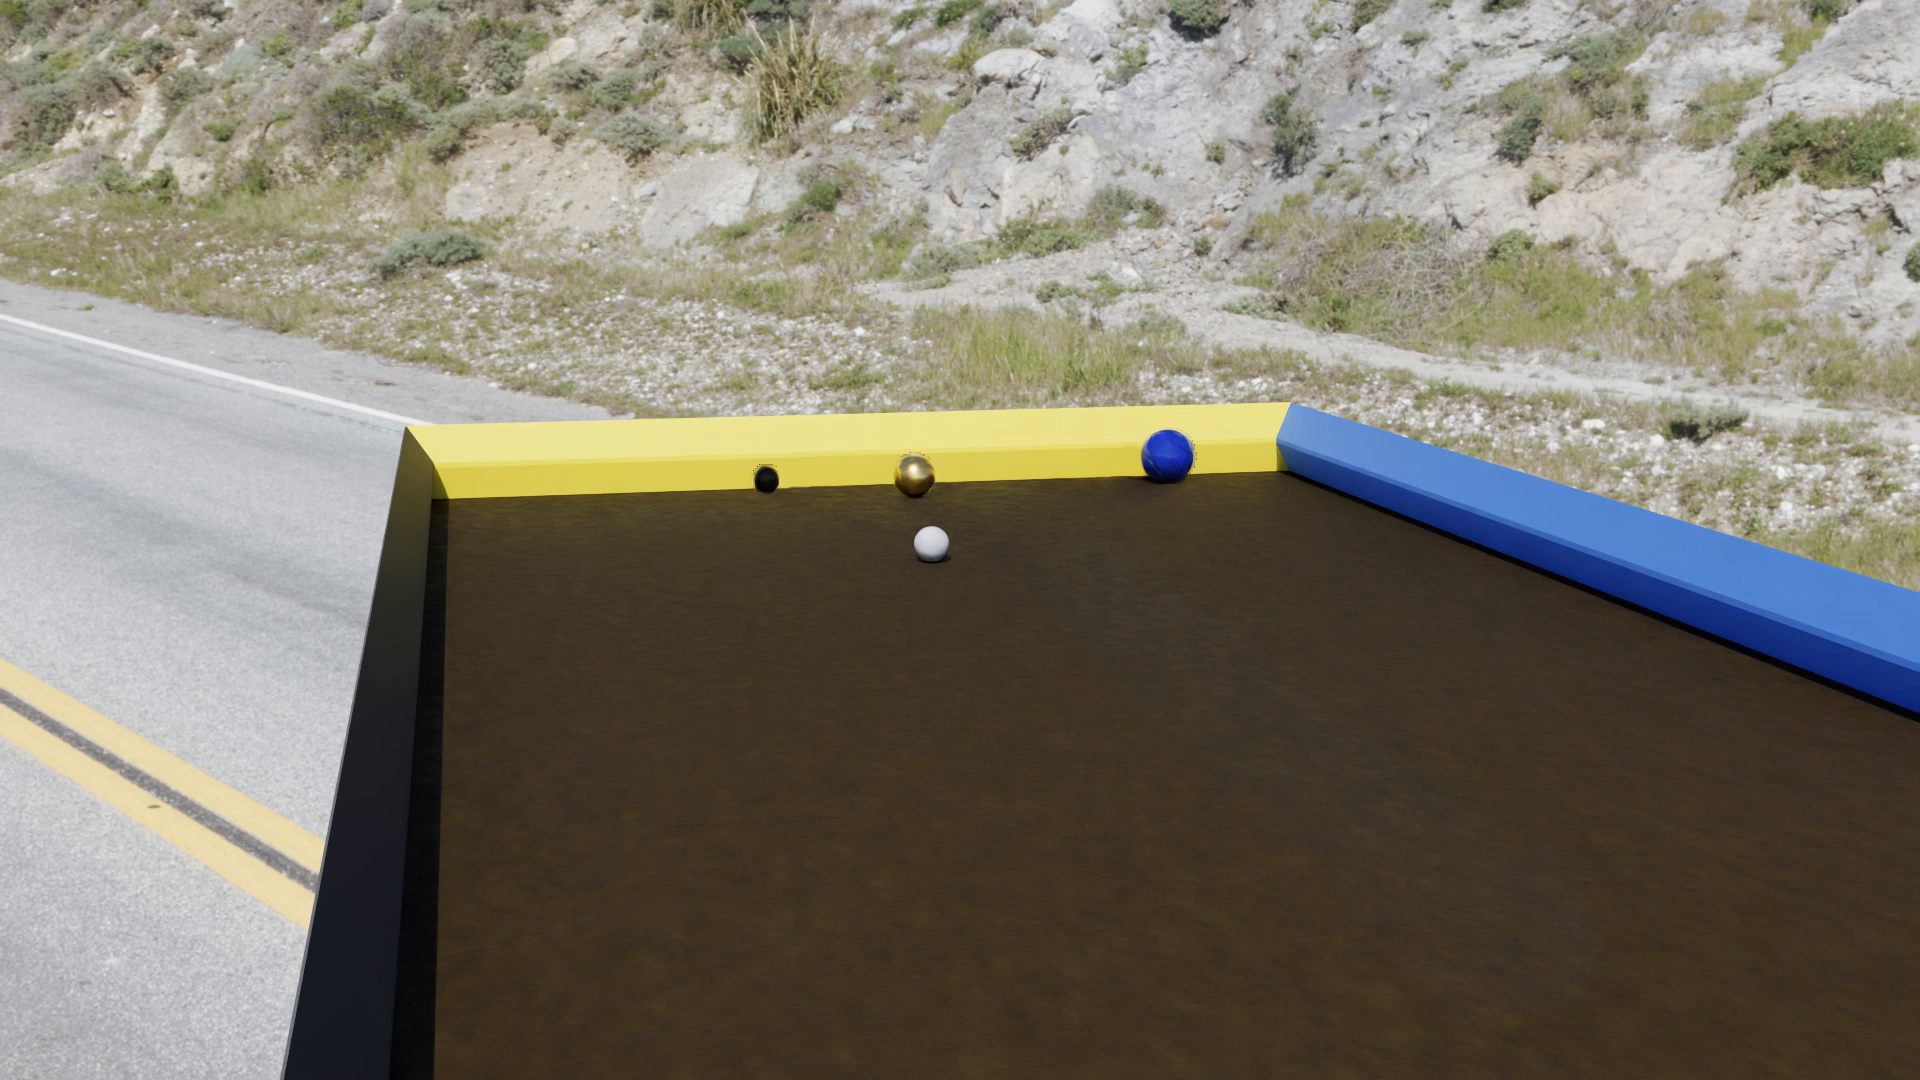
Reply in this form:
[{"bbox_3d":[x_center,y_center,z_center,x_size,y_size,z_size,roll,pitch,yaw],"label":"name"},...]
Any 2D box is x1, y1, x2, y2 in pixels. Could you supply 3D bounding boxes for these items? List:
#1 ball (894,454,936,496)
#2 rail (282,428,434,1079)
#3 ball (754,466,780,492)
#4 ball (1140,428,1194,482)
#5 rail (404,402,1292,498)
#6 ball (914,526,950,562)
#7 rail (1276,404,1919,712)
[{"bbox_3d":[-0.077,-0.109,3.722,0.070,0.070,0.070,0,10,0],"label":"ball"},{"bbox_3d":[-0.581,0.120,2.273,0.045,0.123,2.935,-2,10,-12],"label":"rail"},{"bbox_3d":[-0.331,-0.103,3.763,0.045,0.045,0.045,0,10,0],"label":"ball"},{"bbox_3d":[0.365,-0.148,3.873,0.095,0.095,0.095,0,10,0],"label":"ball"},{"bbox_3d":[-0.156,-0.155,3.825,1.569,0.123,0.045,-2,10,-12],"label":"rail"},{"bbox_3d":[-0.040,0.006,3.127,0.051,0.051,0.051,0,10,0],"label":"ball"},{"bbox_3d":[0.903,0.061,2.602,0.045,0.123,2.935,-2,10,-12],"label":"rail"}]
